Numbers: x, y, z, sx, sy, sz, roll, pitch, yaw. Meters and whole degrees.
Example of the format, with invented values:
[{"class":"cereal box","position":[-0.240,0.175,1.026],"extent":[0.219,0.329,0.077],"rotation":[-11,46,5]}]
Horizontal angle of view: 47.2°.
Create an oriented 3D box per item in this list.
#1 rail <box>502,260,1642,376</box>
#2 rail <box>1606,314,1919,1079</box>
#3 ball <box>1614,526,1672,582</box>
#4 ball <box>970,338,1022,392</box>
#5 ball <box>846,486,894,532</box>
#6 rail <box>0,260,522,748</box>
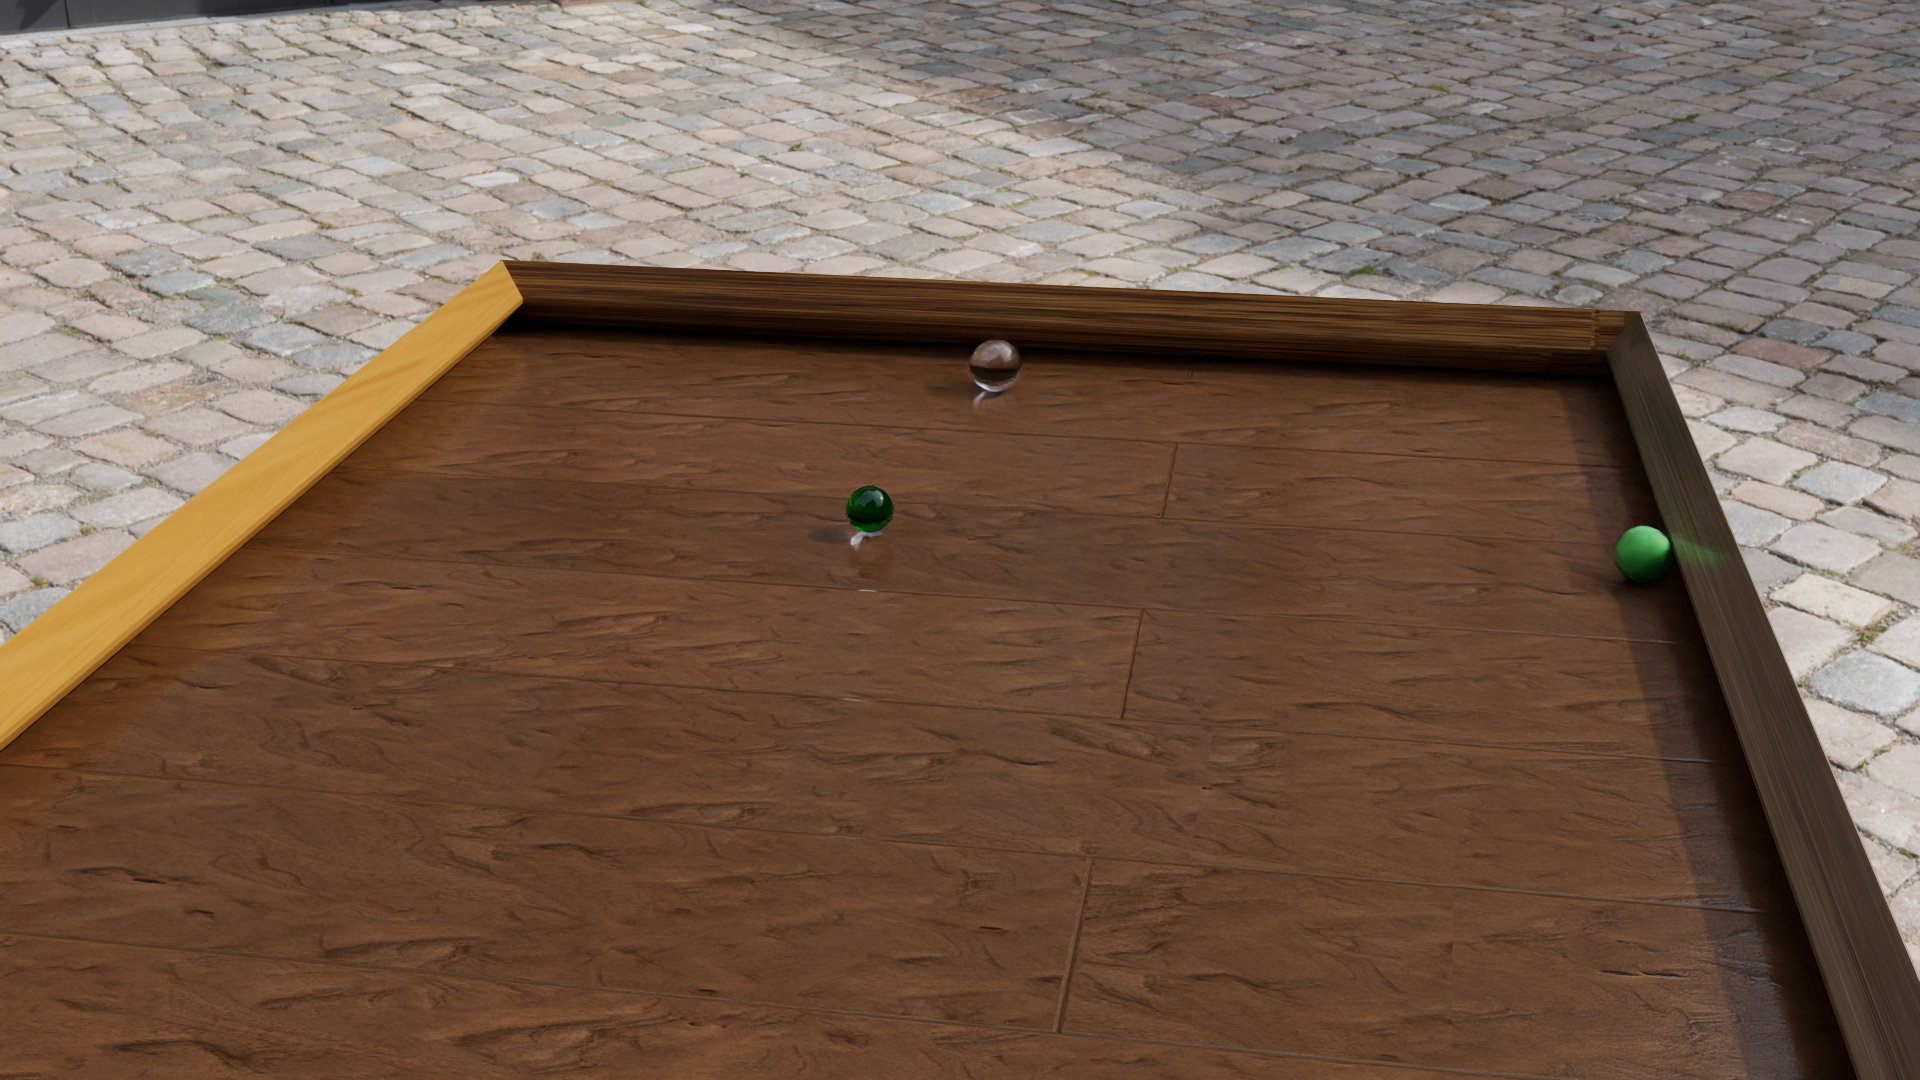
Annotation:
[{"class":"rail","position":[0.120,-0.304,3.049],"extent":[1.591,0.091,0.045],"rotation":[4,23,8]},{"class":"rail","position":[0.638,0.332,1.546],"extent":[0.045,0.091,3.103],"rotation":[4,23,8]},{"class":"ball","position":[0.726,0.015,2.337],"extent":[0.060,0.060,0.060],"rotation":[0,23,0]},{"class":"ball","position":[0.047,-0.231,2.906],"extent":[0.070,0.070,0.070],"rotation":[0,23,0]},{"class":"ball","position":[-0.101,-0.035,2.464],"extent":[0.052,0.052,0.052],"rotation":[0,23,0]},{"class":"rail","position":[-0.886,0.236,1.773],"extent":[0.045,0.091,3.103],"rotation":[4,23,8]}]
